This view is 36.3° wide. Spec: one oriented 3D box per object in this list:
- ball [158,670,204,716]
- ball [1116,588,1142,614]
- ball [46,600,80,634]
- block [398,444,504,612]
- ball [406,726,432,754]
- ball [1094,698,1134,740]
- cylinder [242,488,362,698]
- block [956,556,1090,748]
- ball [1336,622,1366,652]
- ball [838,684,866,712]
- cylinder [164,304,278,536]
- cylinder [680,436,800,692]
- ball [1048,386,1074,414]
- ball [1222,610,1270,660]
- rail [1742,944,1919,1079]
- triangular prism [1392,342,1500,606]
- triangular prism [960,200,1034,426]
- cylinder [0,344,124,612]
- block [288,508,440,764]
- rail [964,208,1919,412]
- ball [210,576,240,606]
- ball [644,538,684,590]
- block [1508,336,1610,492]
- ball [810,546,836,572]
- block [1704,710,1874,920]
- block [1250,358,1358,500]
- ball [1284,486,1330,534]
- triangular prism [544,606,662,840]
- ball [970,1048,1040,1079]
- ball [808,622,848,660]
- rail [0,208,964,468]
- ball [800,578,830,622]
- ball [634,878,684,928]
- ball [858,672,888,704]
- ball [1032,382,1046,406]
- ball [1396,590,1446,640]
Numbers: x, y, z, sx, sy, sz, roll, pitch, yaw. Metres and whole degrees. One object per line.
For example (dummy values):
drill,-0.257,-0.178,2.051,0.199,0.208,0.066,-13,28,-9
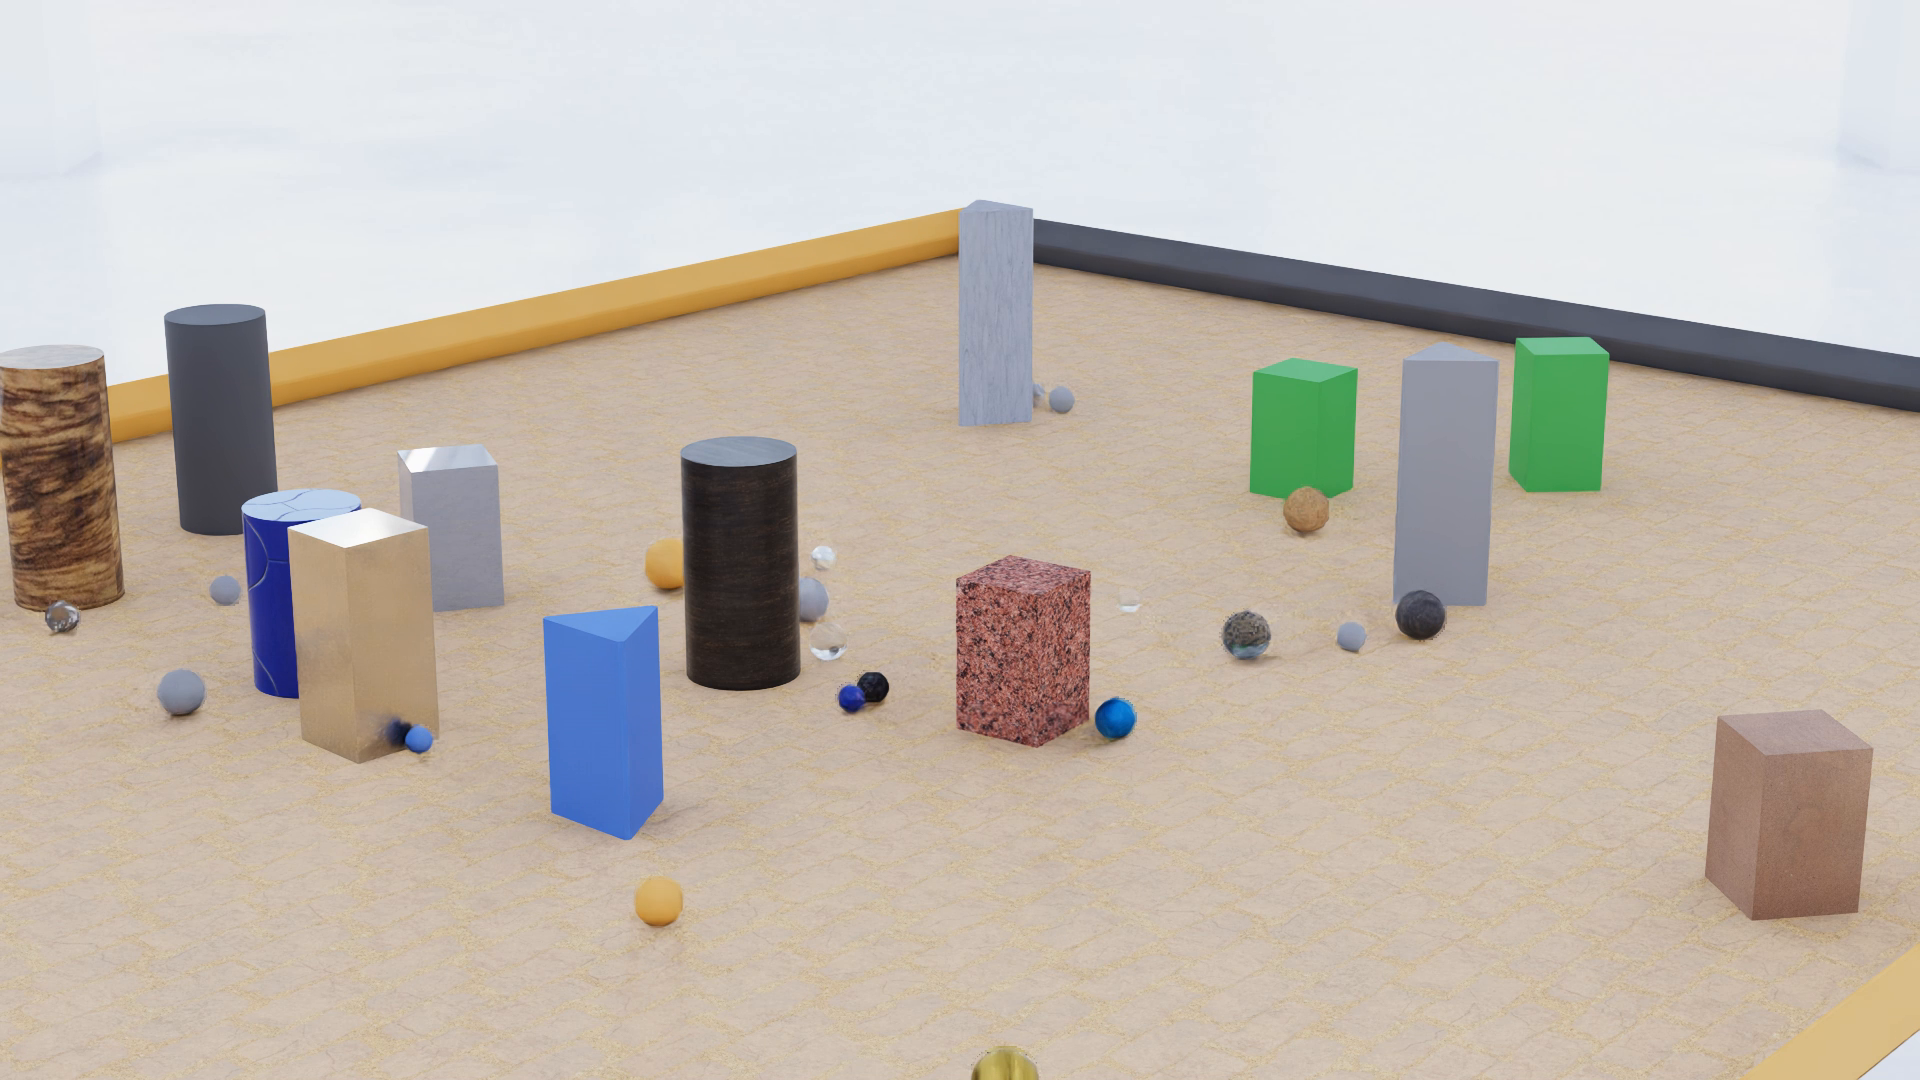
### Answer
ball,-1.203,0.235,4.531,0.071,0.071,0.071,0,17,0
ball,0.289,0.103,5.013,0.043,0.043,0.043,0,17,0
ball,-1.504,0.129,4.911,0.054,0.054,0.054,0,17,0
block,-0.880,-0.021,5.065,0.147,0.251,0.147,-6,18,-19
ball,-0.807,0.298,4.374,0.040,0.040,0.040,0,17,0
ball,0.234,0.271,4.431,0.061,0.061,0.061,0,17,0
cylinder,-1.035,0.084,4.652,0.184,0.291,0.184,0,17,0
block,0.096,0.168,4.462,0.147,0.240,0.147,11,20,33
ball,0.643,0.159,4.820,0.049,0.049,0.049,0,17,0
ball,-0.168,0.245,4.545,0.043,0.043,0.043,0,17,0
cylinder,-1.379,-0.226,5.486,0.184,0.401,0.184,0,17,0
cylinder,-0.349,0.036,4.675,0.184,0.368,0.184,0,17,0
ball,0.219,-0.303,6.330,0.058,0.058,0.058,0,17,0
ball,0.467,0.155,4.781,0.079,0.079,0.079,0,17,0
rail,1.484,0.403,3.888,0.045,0.119,4.617,14,22,39
triangular prism,0.831,-0.115,5.064,0.159,0.433,0.138,1,17,3
triangular prism,0.058,-0.487,6.246,0.159,0.459,0.138,-5,17,-15
cylinder,-1.550,-0.107,5.045,0.184,0.428,0.184,0,17,0
block,-0.891,0.141,4.386,0.147,0.334,0.147,16,23,42
rail,1.498,-0.470,6.773,3.978,0.119,0.045,14,22,39
ball,-1.266,0.087,5.053,0.053,0.053,0.053,0,17,0
ball,-0.507,0.041,5.135,0.092,0.092,0.092,0,17,0
block,1.178,-0.248,5.774,0.147,0.275,0.147,-1,17,-3
ball,-0.244,0.033,5.243,0.045,0.045,0.045,0,17,0
block,1.086,0.359,3.848,0.147,0.229,0.147,-3,17,-10
block,0.670,-0.214,5.716,0.147,0.243,0.147,12,21,35
ball,0.646,-0.056,5.466,0.086,0.086,0.086,0,17,0
triangular prism,-0.474,0.246,4.116,0.159,0.290,0.138,14,22,39
ball,0.050,0.609,3.283,0.079,0.079,0.079,0,17,0
ball,-0.214,0.165,4.775,0.064,0.064,0.064,0,17,0
rail,-1.484,-0.343,6.354,0.045,0.119,4.617,14,22,39
ball,-0.260,0.101,4.960,0.078,0.078,0.078,0,17,0
ball,-0.388,0.467,3.778,0.063,0.063,0.063,0,17,0
ball,-0.136,0.230,4.575,0.050,0.050,0.050,0,17,0
ball,0.161,-0.317,6.390,0.051,0.051,0.051,0,17,0
ball,0.765,0.125,4.874,0.082,0.082,0.082,0,17,0
